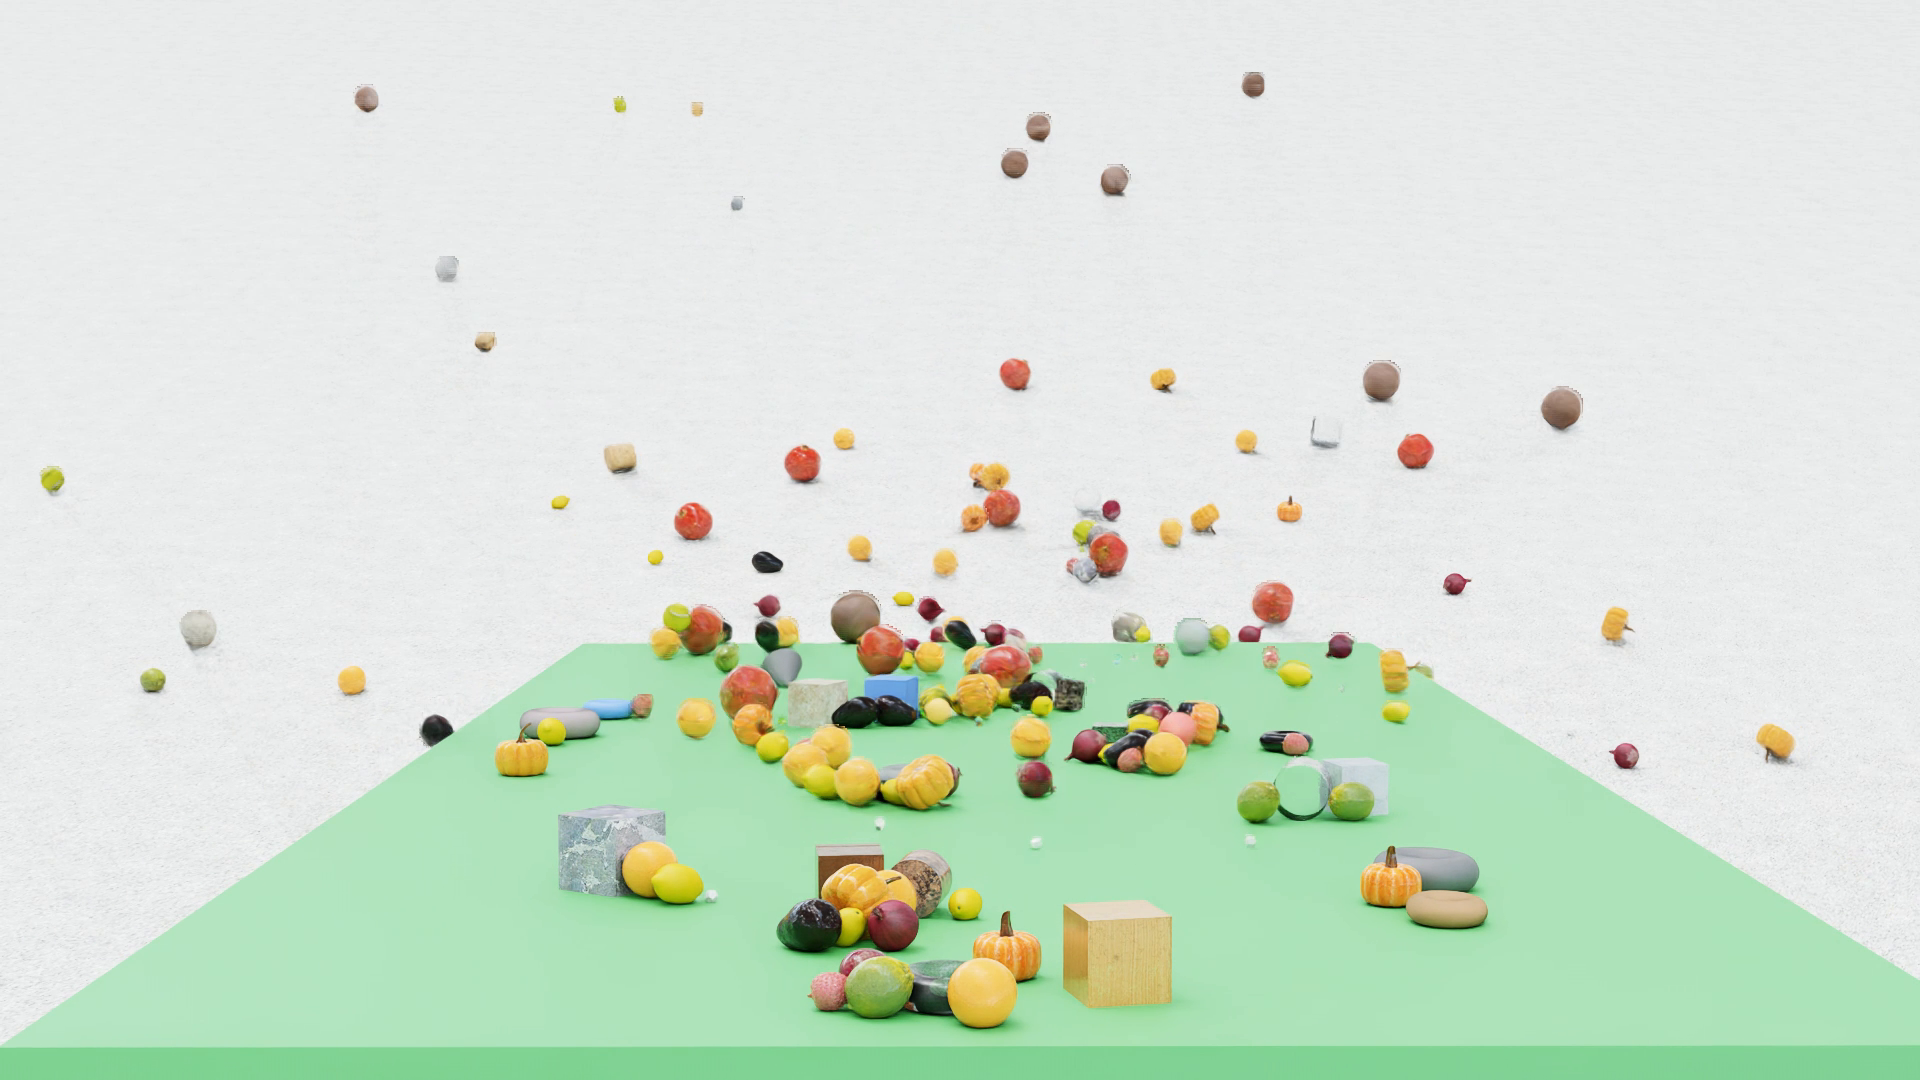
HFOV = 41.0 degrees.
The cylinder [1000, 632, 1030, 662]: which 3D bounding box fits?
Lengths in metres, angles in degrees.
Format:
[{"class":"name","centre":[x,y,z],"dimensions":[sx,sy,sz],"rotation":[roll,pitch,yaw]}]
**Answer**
[{"class":"cylinder","centre":[0.129,0.255,6.092],"dimensions":[0.052,0.052,0.052],"rotation":[35,27,6]}]

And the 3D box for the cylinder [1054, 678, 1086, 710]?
[{"class":"cylinder","centre":[0.219,0.310,5.160],"dimensions":[0.057,0.057,0.057],"rotation":[8,2,0]}]

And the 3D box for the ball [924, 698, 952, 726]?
[{"class":"ball","centre":[-0.043,0.331,4.937],"dimensions":[0.051,0.051,0.051],"rotation":[0,20,0]}]

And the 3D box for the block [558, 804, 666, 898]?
[{"class":"block","centre":[-0.452,0.403,3.337],"dimensions":[0.098,0.098,0.098],"rotation":[2,4,34]}]

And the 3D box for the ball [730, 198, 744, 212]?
[{"class":"ball","centre":[-0.994,-1.495,11.440],"dimensions":[0.061,0.061,0.061],"rotation":[0,20,0]}]

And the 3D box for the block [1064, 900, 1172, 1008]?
[{"class":"block","centre":[0.167,0.441,2.742],"dimensions":[0.092,0.092,0.092],"rotation":[-1,4,-14]}]

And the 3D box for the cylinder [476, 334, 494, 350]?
[{"class":"cylinder","centre":[-1.733,-0.721,9.368],"dimensions":[0.053,0.053,0.053],"rotation":[3,21,7]}]

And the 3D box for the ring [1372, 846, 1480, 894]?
[{"class":"ring","centre":[0.604,0.429,3.333],"dimensions":[0.137,0.046,0.137],"rotation":[1,3,0]}]

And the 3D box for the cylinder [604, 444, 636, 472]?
[{"class":"cylinder","centre":[-1.069,-0.259,8.087],"dimensions":[0.079,0.079,0.079],"rotation":[-9,22,-23]}]

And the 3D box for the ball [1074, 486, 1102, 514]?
[{"class":"ball","centre":[0.382,-0.119,7.704],"dimensions":[0.084,0.084,0.084],"rotation":[0,20,0]}]

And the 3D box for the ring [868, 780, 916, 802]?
[{"class":"ring","centre":[-0.107,0.396,4.054],"dimensions":[0.079,0.026,0.079],"rotation":[-1,4,0]}]

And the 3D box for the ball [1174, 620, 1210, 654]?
[{"class":"ball","centre":[0.564,0.236,6.230],"dimensions":[0.085,0.085,0.085],"rotation":[0,20,0]}]

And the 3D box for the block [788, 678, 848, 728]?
[{"class":"block","centre":[-0.273,0.314,4.944],"dimensions":[0.084,0.084,0.084],"rotation":[2,4,27]}]

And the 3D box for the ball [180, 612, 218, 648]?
[{"class":"ball","centre":[-1.997,0.235,6.739],"dimensions":[0.092,0.092,0.092],"rotation":[0,20,0]}]

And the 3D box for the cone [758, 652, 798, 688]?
[{"class":"cone","centre":[-0.375,0.299,5.552],"dimensions":[0.093,0.093,0.093],"rotation":[-10,13,-24]}]

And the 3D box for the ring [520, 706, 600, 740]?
[{"class":"ring","centre":[-0.746,0.341,4.786],"dimensions":[0.150,0.050,0.150],"rotation":[1,2,0]}]

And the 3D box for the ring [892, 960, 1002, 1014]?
[{"class":"ring","centre":[-0.015,0.470,2.702],"dimensions":[0.116,0.039,0.116],"rotation":[0,5,0]}]

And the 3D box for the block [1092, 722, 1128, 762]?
[{"class":"block","centre":[0.264,0.352,4.495],"dimensions":[0.060,0.060,0.060],"rotation":[0,3,7]}]

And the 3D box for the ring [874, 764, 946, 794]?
[{"class":"ring","centre":[-0.080,0.385,4.143],"dimensions":[0.115,0.038,0.115],"rotation":[-1,3,0]}]

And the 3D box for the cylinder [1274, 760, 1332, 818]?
[{"class":"cylinder","centre":[0.518,0.376,3.884],"dimensions":[0.085,0.085,0.085],"rotation":[2,-3,6]}]

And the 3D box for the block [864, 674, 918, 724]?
[{"class":"block","centre":[-0.133,0.310,5.007],"dimensions":[0.084,0.084,0.084],"rotation":[1,4,16]}]

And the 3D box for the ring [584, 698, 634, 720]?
[{"class":"ring","centre":[-0.693,0.333,5.057],"dimensions":[0.102,0.034,0.102],"rotation":[0,2,0]}]

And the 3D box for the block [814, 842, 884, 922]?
[{"class":"block","centre":[-0.137,0.421,3.169],"dimensions":[0.080,0.080,0.080],"rotation":[0,3,-6]}]

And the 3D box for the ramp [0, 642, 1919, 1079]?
[{"class":"ramp","centre":[0.048,0.430,4.533],"dimensions":[2.000,0.100,4.000],"rotation":[0,3,0]}]

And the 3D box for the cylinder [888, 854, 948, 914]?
[{"class":"cylinder","centre":[-0.052,0.425,3.175],"dimensions":[0.073,0.073,0.073],"rotation":[1,-6,2]}]

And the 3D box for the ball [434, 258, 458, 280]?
[{"class":"ball","centre":[-2.059,-1.085,10.295],"dimensions":[0.090,0.090,0.090],"rotation":[0,20,0]}]

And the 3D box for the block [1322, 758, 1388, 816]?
[{"class":"block","centre":[0.604,0.377,3.930],"dimensions":[0.077,0.077,0.077],"rotation":[-1,4,-16]}]

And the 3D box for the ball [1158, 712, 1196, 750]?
[{"class":"ball","centre":[0.390,0.342,4.606],"dimensions":[0.067,0.067,0.067],"rotation":[0,20,0]}]

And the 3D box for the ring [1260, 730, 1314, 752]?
[{"class":"ring","centre":[0.584,0.360,4.596],"dimensions":[0.098,0.033,0.098],"rotation":[1,2,0]}]

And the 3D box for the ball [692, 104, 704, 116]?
[{"class":"ball","centre":[-1.378,-2.257,13.480],"dimensions":[0.067,0.067,0.067],"rotation":[0,20,0]}]

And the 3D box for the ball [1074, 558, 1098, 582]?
[{"class":"ball","centre":[0.352,0.085,7.181],"dimensions":[0.067,0.067,0.067],"rotation":[0,20,0]}]

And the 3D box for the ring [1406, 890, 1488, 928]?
[{"class":"ring","centre":[0.591,0.448,3.118],"dimensions":[0.098,0.033,0.098],"rotation":[1,3,0]}]

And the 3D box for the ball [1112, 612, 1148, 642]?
[{"class":"ball","centre":[0.441,0.234,6.690],"dimensions":[0.092,0.092,0.092],"rotation":[0,20,0]}]
